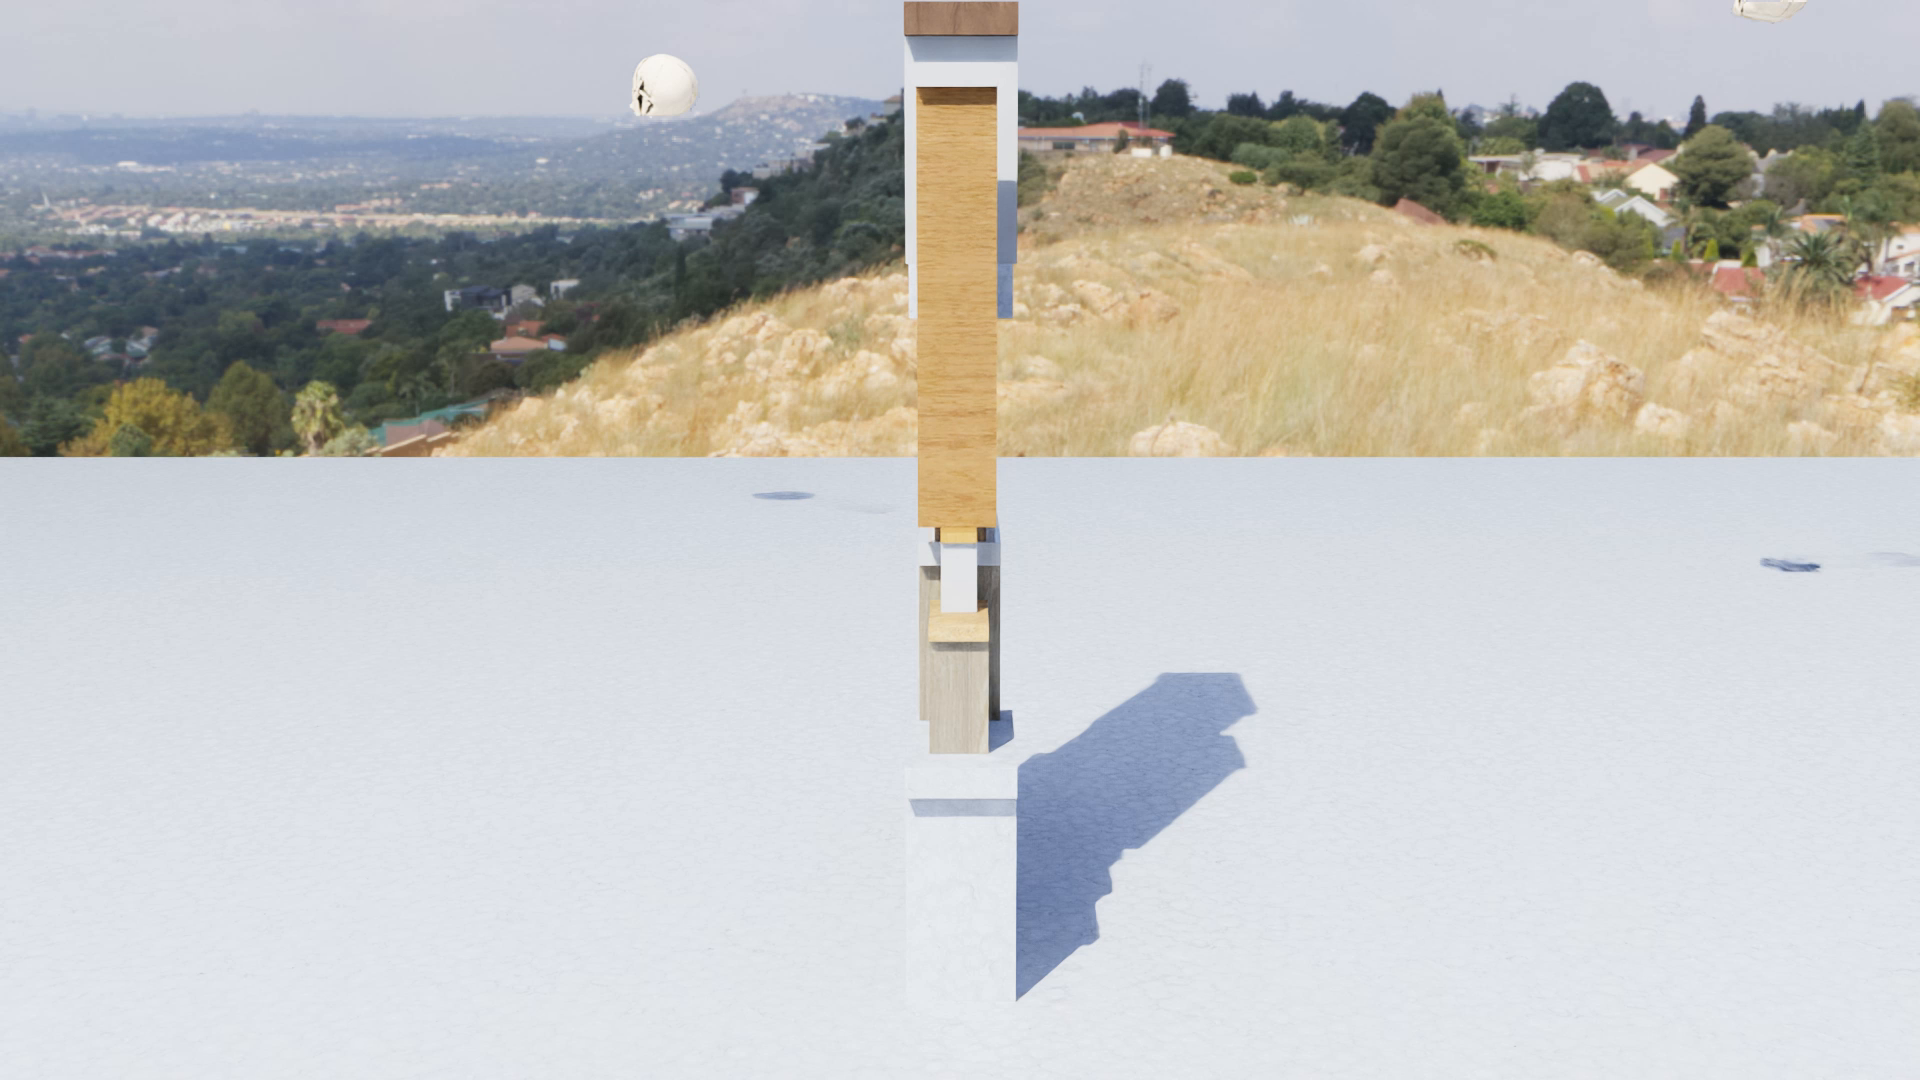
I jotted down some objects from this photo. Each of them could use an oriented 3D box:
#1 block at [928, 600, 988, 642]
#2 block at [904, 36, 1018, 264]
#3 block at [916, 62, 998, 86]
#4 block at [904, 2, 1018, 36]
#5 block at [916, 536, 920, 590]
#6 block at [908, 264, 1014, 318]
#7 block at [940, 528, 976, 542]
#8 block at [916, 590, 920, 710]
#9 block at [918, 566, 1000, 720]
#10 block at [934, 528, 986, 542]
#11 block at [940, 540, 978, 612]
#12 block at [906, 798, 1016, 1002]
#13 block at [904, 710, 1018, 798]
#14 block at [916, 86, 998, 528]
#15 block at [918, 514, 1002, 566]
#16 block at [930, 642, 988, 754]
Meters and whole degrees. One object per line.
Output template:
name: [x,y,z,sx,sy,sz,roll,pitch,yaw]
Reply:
block: [-0.002,0.117,3.220,0.086,0.024,0.171,0,11,0]
block: [0.002,-0.619,3.496,0.177,0.355,0.050,0,11,0]
block: [-0.004,-0.675,3.201,0.115,0.033,0.230,0,11,0]
block: [0.001,-0.840,3.575,0.177,0.050,0.355,0,11,0]
block: [-0.004,0.037,3.689,0.134,0.038,0.268,0,11,0]
block: [0.001,-0.610,3.738,0.177,0.461,0.050,0,10,0]
block: [-0.002,-0.013,3.236,0.053,0.015,0.105,0,11,0]
block: [-0.004,0.204,3.629,0.134,0.268,0.038,0,11,0]
block: [0.000,0.152,3.360,0.123,0.247,0.035,0,11,0]
block: [0.001,-0.076,3.299,0.077,0.155,0.022,0,11,0]
block: [-0.001,0.053,3.212,0.053,0.105,0.015,0,10,0]
block: [0.002,0.514,3.204,0.159,0.319,0.045,0,11,0]
block: [0.002,0.316,3.275,0.159,0.045,0.319,0,11,0]
block: [-0.004,-0.333,3.186,0.115,0.633,0.033,0,11,0]
block: [0.000,-0.001,3.415,0.123,0.035,0.247,0,11,0]
block: [-0.002,0.224,3.182,0.085,0.171,0.024,0,11,0]
